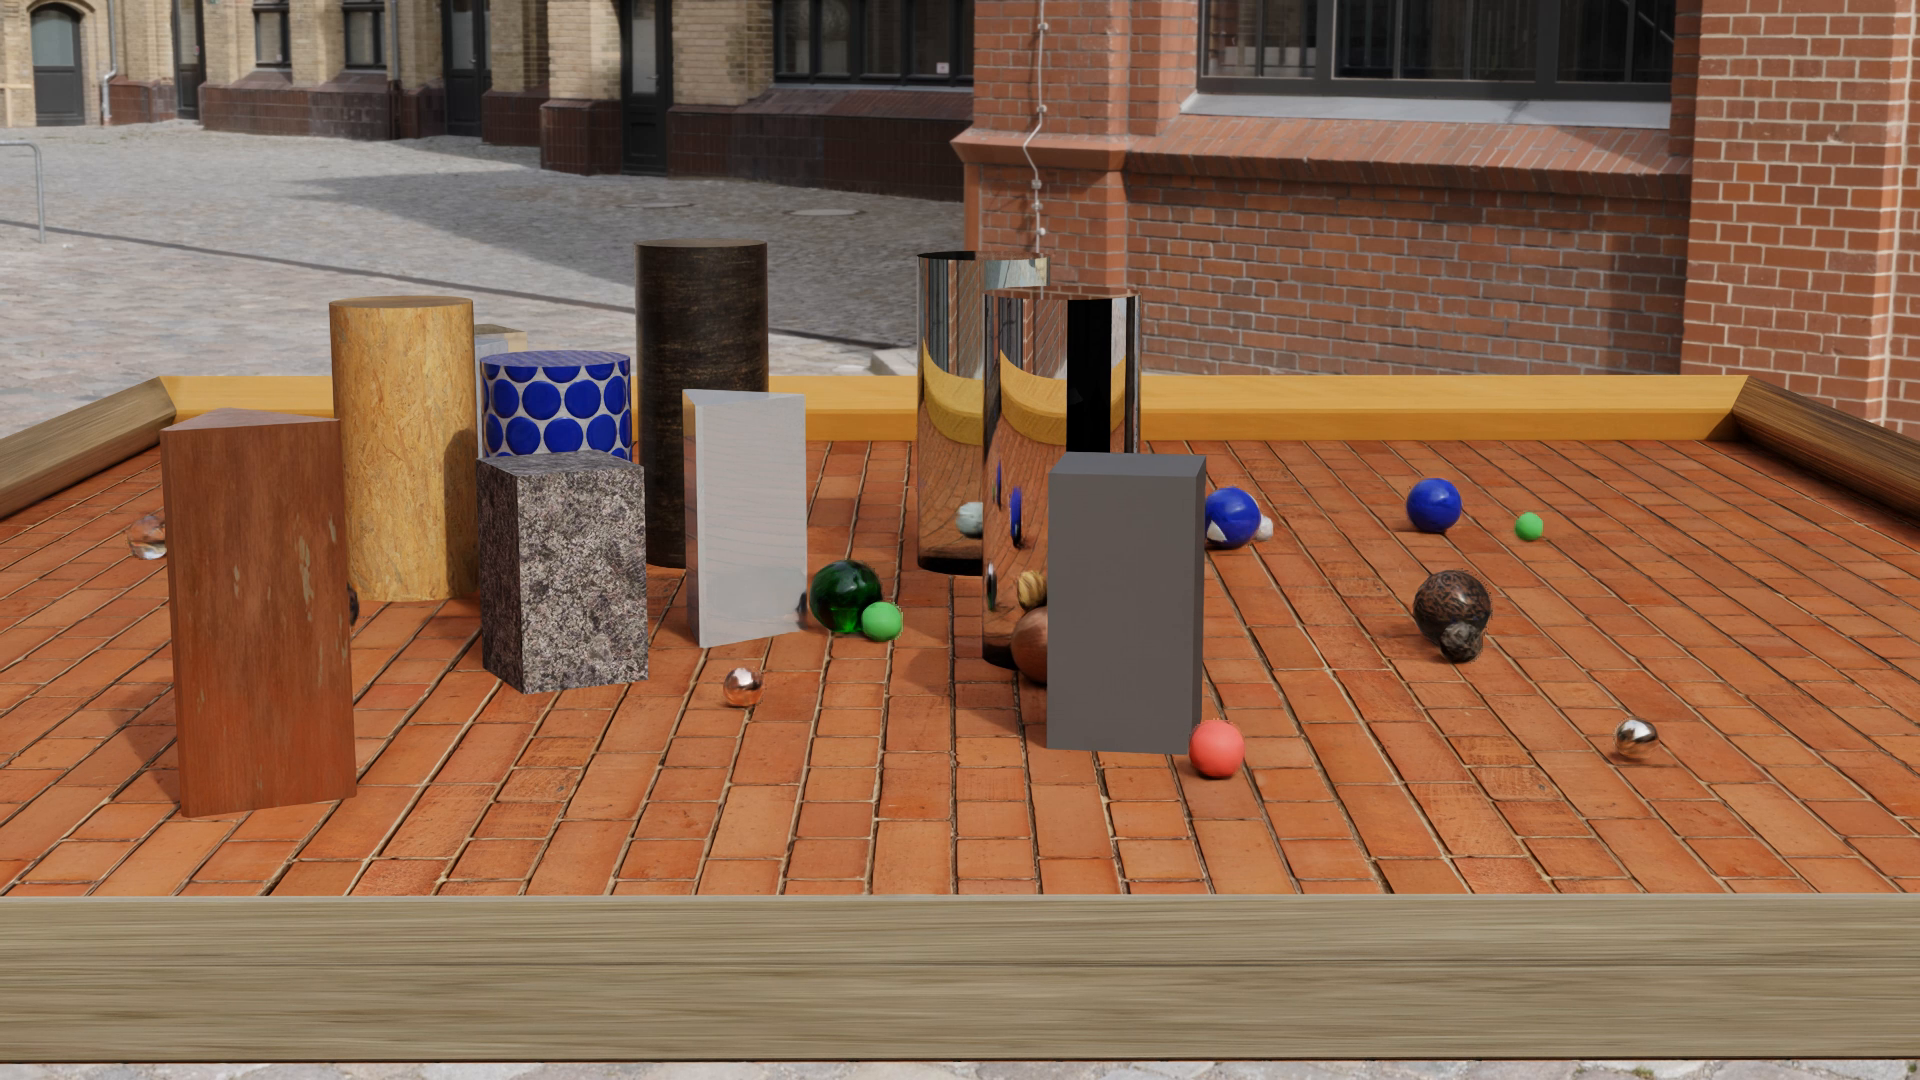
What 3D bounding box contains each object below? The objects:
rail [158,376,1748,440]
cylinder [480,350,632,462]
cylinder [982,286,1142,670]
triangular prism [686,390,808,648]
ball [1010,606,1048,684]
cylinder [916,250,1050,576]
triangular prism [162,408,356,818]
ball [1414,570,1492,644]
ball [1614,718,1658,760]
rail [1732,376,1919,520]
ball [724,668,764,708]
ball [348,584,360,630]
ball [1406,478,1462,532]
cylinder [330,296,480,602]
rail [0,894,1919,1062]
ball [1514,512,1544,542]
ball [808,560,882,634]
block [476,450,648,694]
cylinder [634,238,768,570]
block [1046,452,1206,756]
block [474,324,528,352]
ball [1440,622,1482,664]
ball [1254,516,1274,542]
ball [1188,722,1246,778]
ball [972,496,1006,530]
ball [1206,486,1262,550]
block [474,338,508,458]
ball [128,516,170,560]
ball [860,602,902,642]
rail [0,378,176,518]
[{"bbox_3d":[-0.009,-0.254,4.990,3.103,0.126,0.045,0,11,0],"label":"rail"},{"bbox_3d":[-0.528,-0.066,3.376,0.195,0.348,0.195,0,11,0],"label":"cylinder"},{"bbox_3d":[0.125,-0.078,3.157,0.195,0.452,0.195,0,11,0],"label":"cylinder"},{"bbox_3d":[-0.310,-0.035,3.323,0.168,0.308,0.146,-9,14,-41],"label":"triangular prism"},{"bbox_3d":[0.106,0.125,3.050,0.093,0.093,0.093,0,11,0],"label":"ball"},{"bbox_3d":[0.035,-0.188,3.748,0.195,0.453,0.195,0,11,0],"label":"cylinder"},{"bbox_3d":[-0.715,0.065,2.578,0.168,0.382,0.146,-5,12,-26],"label":"triangular prism"},{"bbox_3d":[0.622,0.086,3.244,0.097,0.097,0.097,0,11,0],"label":"ball"},{"bbox_3d":[0.717,0.211,2.717,0.045,0.045,0.045,0,11,0],"label":"ball"},{"bbox_3d":[1.528,0.031,3.458,0.045,0.126,3.183,0,11,0],"label":"rail"},{"bbox_3d":[-0.248,0.169,2.938,0.047,0.047,0.047,0,11,0],"label":"ball"},{"bbox_3d":[-0.811,0.086,3.271,0.088,0.088,0.088,0,11,0],"label":"ball"},{"bbox_3d":[0.745,-0.055,4.031,0.088,0.088,0.088,0,11,0],"label":"ball"},{"bbox_3d":[-0.771,-0.131,3.578,0.195,0.403,0.195,0,11,0],"label":"cylinder"},{"bbox_3d":[0.009,0.319,1.908,3.103,0.126,0.045,0,11,0],"label":"rail"},{"bbox_3d":[0.878,-0.020,3.962,0.044,0.044,0.044,0,11,0],"label":"ball"},{"bbox_3d":[-0.148,0.073,3.320,0.095,0.095,0.095,0,11,0],"label":"ball"},{"bbox_3d":[-0.478,0.035,3.081,0.156,0.259,0.156,-6,12,-27],"label":"block"},{"bbox_3d":[-0.380,-0.205,3.797,0.195,0.468,0.195,0,11,0],"label":"cylinder"},{"bbox_3d":[0.183,0.066,2.799,0.156,0.301,0.156,2,11,9],"label":"block"},{"bbox_3d":[-0.790,-0.180,4.096,0.156,0.310,0.156,-7,12,-31],"label":"block"},{"bbox_3d":[0.616,0.126,3.157,0.051,0.051,0.051,0,11,0],"label":"ball"},{"bbox_3d":[0.462,-0.018,3.954,0.043,0.043,0.043,0,11,0],"label":"ball"},{"bbox_3d":[0.265,0.216,2.651,0.058,0.058,0.058,0,11,0],"label":"ball"},{"bbox_3d":[0.046,-0.043,4.052,0.056,0.056,0.056,0,11,0],"label":"ball"},{"bbox_3d":[0.410,-0.033,3.897,0.095,0.095,0.095,0,11,0],"label":"ball"},{"bbox_3d":[-0.775,-0.135,3.829,0.156,0.318,0.156,3,11,16],"label":"block"},{"bbox_3d":[-1.205,-0.003,3.816,0.064,0.064,0.064,0,11,0],"label":"ball"},{"bbox_3d":[-0.100,0.104,3.270,0.052,0.052,0.052,0,11,0],"label":"ball"},{"bbox_3d":[-1.528,0.034,3.440,0.045,0.126,3.183,0,11,0],"label":"rail"}]
